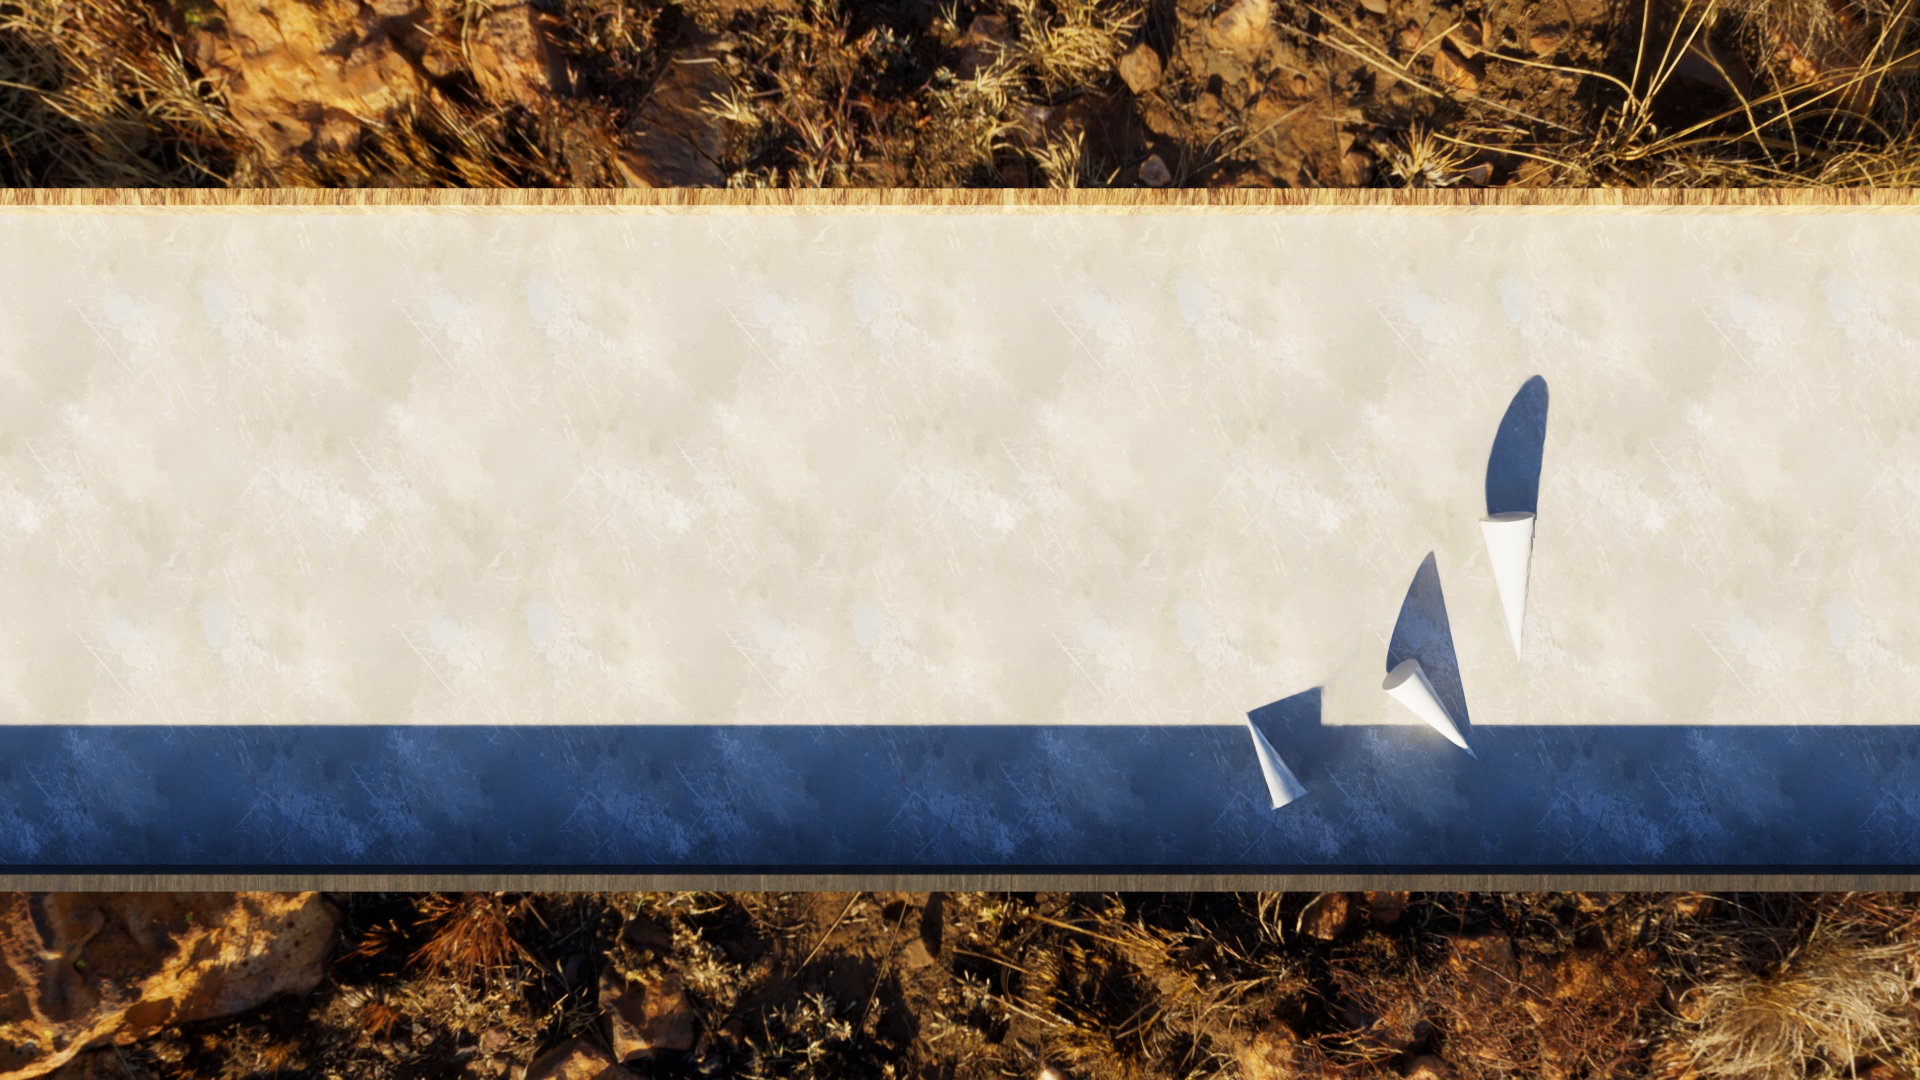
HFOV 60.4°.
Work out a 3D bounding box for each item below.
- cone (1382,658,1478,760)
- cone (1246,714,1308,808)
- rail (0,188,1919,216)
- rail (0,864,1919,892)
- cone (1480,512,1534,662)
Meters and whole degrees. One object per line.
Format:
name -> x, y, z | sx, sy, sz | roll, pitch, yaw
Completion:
cone -> 1.467, 0.545, 5.044 | 0.133, 0.133, 0.384 | -44, 100, 0
cone -> 0.942, 0.661, 5.048 | 0.117, 0.117, 0.300 | -26, 79, 0
rail -> -2.247, -1.025, 5.002 | 12.000, 0.150, 0.050 | 0, 90, 0
rail -> -2.247, 1.025, 5.001 | 12.000, 0.150, 0.050 | 0, 90, 0
cone -> 1.688, 0.154, 5.037 | 0.159, 0.159, 0.457 | -8, 100, 0
